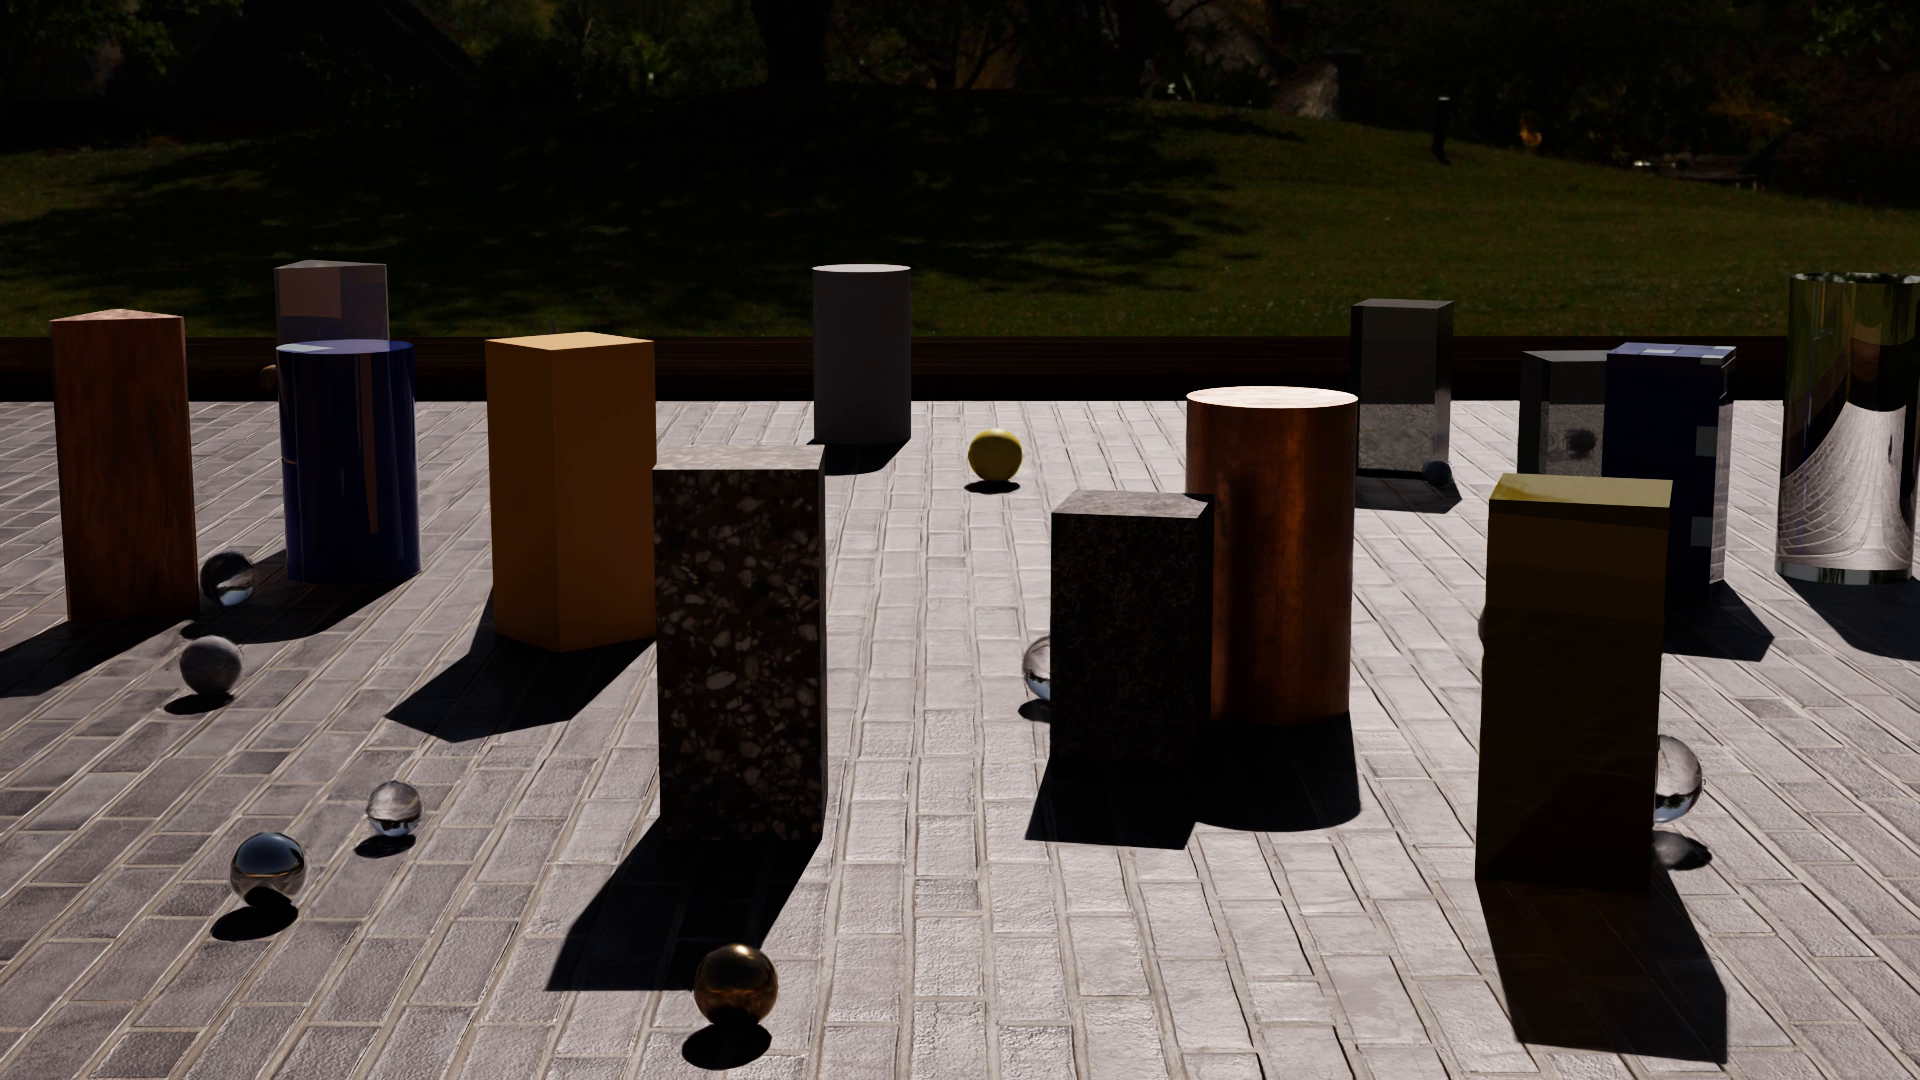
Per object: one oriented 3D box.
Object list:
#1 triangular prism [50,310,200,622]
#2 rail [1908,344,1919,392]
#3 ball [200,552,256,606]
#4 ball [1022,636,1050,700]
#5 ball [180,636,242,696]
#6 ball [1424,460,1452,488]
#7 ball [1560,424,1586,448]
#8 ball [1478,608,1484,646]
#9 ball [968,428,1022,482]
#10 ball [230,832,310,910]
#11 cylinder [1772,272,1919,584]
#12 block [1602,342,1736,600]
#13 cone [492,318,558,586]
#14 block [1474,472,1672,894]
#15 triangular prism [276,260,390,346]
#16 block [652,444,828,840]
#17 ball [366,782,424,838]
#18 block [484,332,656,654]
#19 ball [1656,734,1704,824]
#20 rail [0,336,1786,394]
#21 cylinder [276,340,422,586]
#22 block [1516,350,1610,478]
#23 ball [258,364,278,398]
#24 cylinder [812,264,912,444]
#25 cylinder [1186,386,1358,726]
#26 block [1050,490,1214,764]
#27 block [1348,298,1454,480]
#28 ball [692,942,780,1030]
[{"bbox_3d":[-1.121,-0.105,3.445,0.166,0.397,0.144,-3,11,-18],"label":"triangular prism"},{"bbox_3d":[2.137,0.030,3.461,0.045,0.124,4.624,0,11,0],"label":"rail"},{"bbox_3d":[-0.993,0.053,3.480,0.074,0.074,0.074,0,11,0],"label":"ball"},{"bbox_3d":[0.110,0.148,2.962,0.077,0.077,0.077,0,11,0],"label":"ball"},{"bbox_3d":[-0.872,0.146,2.988,0.070,0.070,0.070,0,11,0],"label":"ball"},{"bbox_3d":[0.830,-0.115,4.457,0.047,0.047,0.047,0,11,0],"label":"ball"},{"bbox_3d":[1.169,-0.198,4.898,0.049,0.049,0.049,0,11,0],"label":"ball"},{"bbox_3d":[0.680,0.108,3.146,0.089,0.089,0.089,0,11,0],"label":"ball"},{"bbox_3d":[0.062,-0.149,4.504,0.096,0.096,0.096,0,11,0],"label":"ball"},{"bbox_3d":[-0.601,0.288,2.234,0.068,0.068,0.068,0,11,0],"label":"ball"},{"bbox_3d":[1.278,-0.163,3.680,0.191,0.425,0.191,0,11,0],"label":"cylinder"},{"bbox_3d":[0.990,-0.101,3.597,0.153,0.333,0.153,5,11,23],"label":"block"},{"bbox_3d":[-0.566,-0.125,3.603,0.191,0.380,0.191,0,11,0],"label":"cone"},{"bbox_3d":[0.560,0.126,2.338,0.153,0.348,0.153,3,11,16],"label":"block"},{"bbox_3d":[-0.971,-0.210,3.931,0.166,0.426,0.144,-5,12,-27],"label":"triangular prism"},{"bbox_3d":[-0.209,0.096,2.478,0.153,0.356,0.153,0,11,-1],"label":"block"},{"bbox_3d":[-0.538,0.256,2.443,0.053,0.053,0.053,0,11,0],"label":"ball"},{"bbox_3d":[-0.494,-0.065,3.277,0.153,0.380,0.153,-9,14,-41],"label":"block"},{"bbox_3d":[0.666,0.228,2.452,0.085,0.085,0.085,0,11,0],"label":"ball"},{"bbox_3d":[-0.013,-0.387,5.699,4.322,0.124,0.045,0,11,0],"label":"rail"},{"bbox_3d":[-0.876,-0.114,3.684,0.191,0.328,0.191,0,11,0],"label":"cylinder"},{"bbox_3d":[1.029,-0.183,4.272,0.153,0.248,0.153,-1,11,-6],"label":"block"},{"bbox_3d":[-1.508,-0.349,5.643,0.072,0.072,0.072,0,11,0],"label":"ball"},{"bbox_3d":[-0.191,-0.365,5.016,0.191,0.333,0.191,0,11,0],"label":"cylinder"},{"bbox_3d":[0.351,0.014,2.917,0.191,0.356,0.191,0,11,0],"label":"cylinder"},{"bbox_3d":[0.186,0.090,2.762,0.153,0.263,0.153,2,11,12],"label":"block"},{"bbox_3d":[0.790,-0.273,4.601,0.153,0.304,0.153,4,11,21],"label":"block"},{"bbox_3d":[-0.171,0.340,1.957,0.066,0.066,0.066,0,11,0],"label":"ball"}]
